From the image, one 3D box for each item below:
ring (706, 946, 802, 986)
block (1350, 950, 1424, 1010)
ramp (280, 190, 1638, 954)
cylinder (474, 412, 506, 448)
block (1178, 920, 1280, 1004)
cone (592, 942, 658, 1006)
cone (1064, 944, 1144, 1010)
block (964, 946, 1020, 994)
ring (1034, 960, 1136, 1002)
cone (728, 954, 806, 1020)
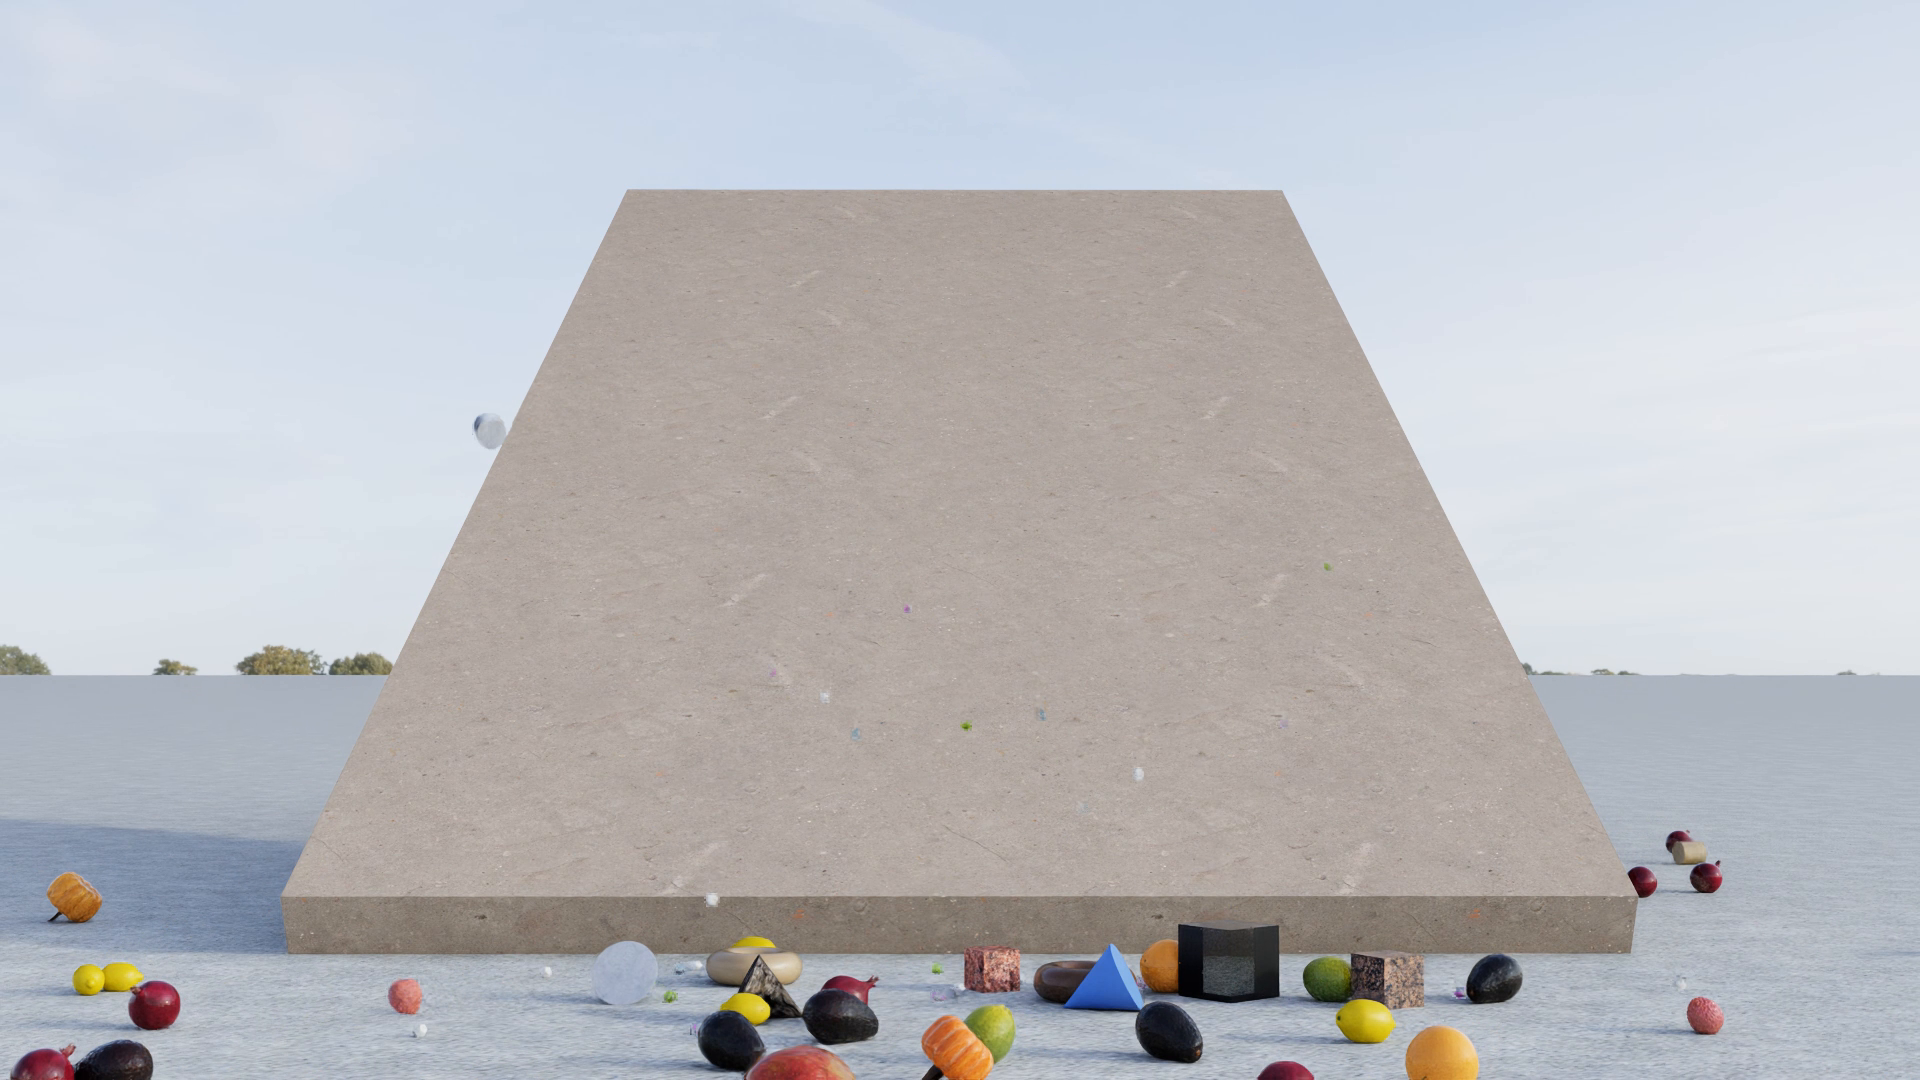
[{"bbox_3d":[-0.279,0.578,3.142,0.131,0.044,0.131,1,-4,0],"label":"ring"},{"bbox_3d":[0.540,0.555,2.928,0.064,0.064,0.064,2,-4,-30],"label":"block"},{"bbox_3d":[-0.008,-0.227,5.269,2.000,0.100,4.000,0,24,0],"label":"ramp"},{"bbox_3d":[-1.035,-0.241,5.107,0.066,0.066,0.066,1,17,-17],"label":"cylinder"},{"bbox_3d":[0.349,0.546,3.010,0.092,0.092,0.092,3,-4,-41],"label":"block"},{"bbox_3d":[-0.422,0.571,2.982,0.085,0.085,0.085,0,-30,7],"label":"cone"},{"bbox_3d":[0.168,0.565,2.894,0.091,0.091,0.091,-27,-7,7],"label":"cone"},{"bbox_3d":[0.042,0.568,3.070,0.054,0.054,0.054,2,-4,-28],"label":"block"},{"bbox_3d":[0.161,0.568,2.981,0.134,0.045,0.134,1,-4,0],"label":"ring"},{"bbox_3d":[-0.225,0.562,2.822,0.086,0.086,0.086,27,-6,-4],"label":"cone"}]
